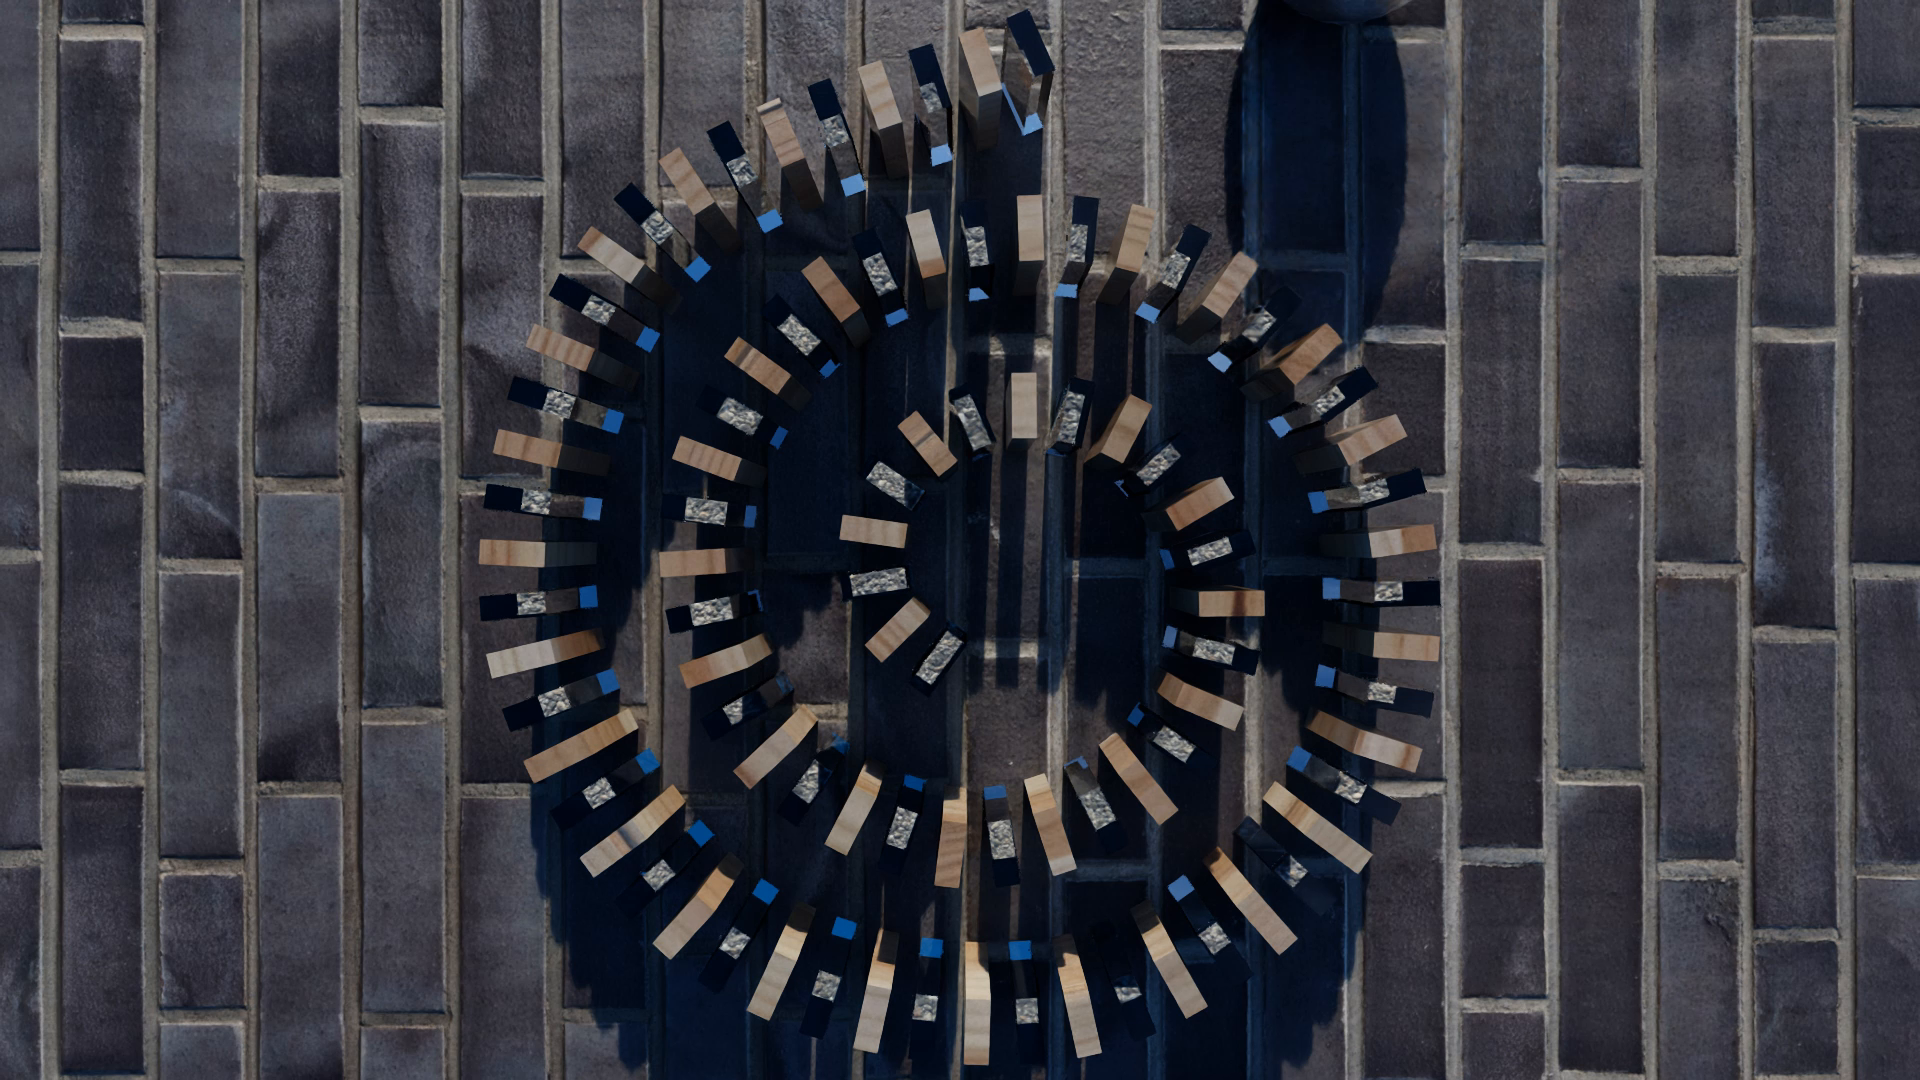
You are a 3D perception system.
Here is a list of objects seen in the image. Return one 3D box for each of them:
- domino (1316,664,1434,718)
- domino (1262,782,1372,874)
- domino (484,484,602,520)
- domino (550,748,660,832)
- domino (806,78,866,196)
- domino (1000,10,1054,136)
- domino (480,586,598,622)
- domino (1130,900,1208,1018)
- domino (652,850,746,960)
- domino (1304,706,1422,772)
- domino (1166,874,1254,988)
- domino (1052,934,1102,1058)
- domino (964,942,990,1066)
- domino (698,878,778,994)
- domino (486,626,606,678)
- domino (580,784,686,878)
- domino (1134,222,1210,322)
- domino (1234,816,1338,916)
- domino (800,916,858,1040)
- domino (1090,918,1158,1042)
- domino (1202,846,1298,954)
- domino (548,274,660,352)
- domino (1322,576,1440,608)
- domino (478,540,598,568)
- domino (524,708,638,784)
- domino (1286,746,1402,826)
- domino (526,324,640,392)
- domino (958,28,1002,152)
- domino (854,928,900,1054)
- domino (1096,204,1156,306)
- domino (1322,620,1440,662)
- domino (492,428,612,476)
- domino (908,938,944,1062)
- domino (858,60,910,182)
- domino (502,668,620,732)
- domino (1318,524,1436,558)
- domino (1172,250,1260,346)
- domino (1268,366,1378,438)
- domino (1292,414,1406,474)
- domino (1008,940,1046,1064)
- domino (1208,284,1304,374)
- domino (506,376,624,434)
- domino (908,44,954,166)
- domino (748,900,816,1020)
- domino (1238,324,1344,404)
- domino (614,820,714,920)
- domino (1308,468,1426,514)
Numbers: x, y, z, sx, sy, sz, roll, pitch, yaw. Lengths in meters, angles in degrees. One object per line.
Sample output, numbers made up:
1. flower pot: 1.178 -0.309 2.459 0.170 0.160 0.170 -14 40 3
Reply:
1. domino: 0.168 0.061 0.375 0.025 0.050 0.010 10 90 0
2. domino: 0.145 0.116 0.375 0.025 0.050 0.009 37 90 0
3. domino: -0.169 -0.015 0.375 0.025 0.050 0.010 8 90 0
4. domino: -0.144 0.101 0.375 0.025 0.050 0.010 -31 90 0
5. domino: -0.050 -0.163 0.375 0.010 0.050 0.025 -21 90 0
6. domino: 0.027 -0.190 0.375 0.010 0.050 0.025 -24 90 0
7. domino: -0.171 0.025 0.375 0.025 0.050 0.009 -4 90 0
8. domino: 0.084 0.170 0.375 0.010 0.050 0.025 -30 90 0
9. domino: -0.106 0.148 0.375 0.010 0.050 0.025 42 90 0
10. domino: 0.163 0.081 0.375 0.025 0.050 0.010 17 90 0
11. domino: 0.101 0.159 0.375 0.010 0.050 0.025 -36 90 0
12. domino: 0.047 0.185 0.375 0.010 0.050 0.025 -12 90 0
13. domino: 0.007 0.188 0.375 0.010 0.050 0.025 2 90 0
14. domino: -0.090 0.161 0.375 0.009 0.050 0.025 34 90 0
15. domino: -0.168 0.045 0.375 0.025 0.050 0.009 -13 90 0
16. domino: -0.133 0.118 0.375 0.025 0.050 0.009 -36 90 0
17. domino: 0.086 -0.108 0.375 0.009 0.050 0.025 27 90 0
18. domino: 0.132 0.132 0.375 0.025 0.050 0.009 43 90 0
19. domino: -0.053 0.178 0.375 0.009 0.050 0.025 18 90 0
20. domino: 0.066 0.179 0.375 0.010 0.050 0.025 -22 90 0
21. domino: 0.117 0.146 0.375 0.009 0.050 0.025 -41 90 0
22. domino: -0.144 -0.092 0.375 0.025 0.050 0.010 28 90 0
23. domino: 0.171 0.021 0.375 0.025 0.050 0.010 -2 90 0
24. domino: -0.171 0.005 0.375 0.025 0.050 0.010 3 90 0
25. domino: -0.154 0.083 0.375 0.025 0.050 0.010 -26 90 0
26. domino: 0.156 0.099 0.375 0.025 0.050 0.009 28 90 0
27. domino: -0.153 -0.073 0.375 0.025 0.050 0.010 23 90 0
28. domino: 0.008 -0.183 0.375 0.010 0.050 0.025 -18 90 0
29. domino: -0.034 0.183 0.375 0.009 0.050 0.025 12 90 0
30. domino: 0.067 -0.115 0.375 0.010 0.050 0.025 15 90 0
31. domino: 0.171 0.041 0.375 0.025 0.050 0.010 4 90 0
32. domino: -0.165 -0.035 0.375 0.025 0.050 0.009 13 90 0
33. domino: -0.014 0.186 0.375 0.009 0.050 0.025 7 90 0
34. domino: -0.031 -0.170 0.375 0.009 0.050 0.025 -19 90 0
35. domino: -0.162 0.065 0.375 0.025 0.050 0.009 -21 90 0
36. domino: 0.169 0.000 0.375 0.025 0.050 0.010 -8 90 0
37. domino: 0.103 -0.098 0.375 0.009 0.050 0.025 35 90 0
38. domino: 0.147 -0.055 0.375 0.025 0.050 0.009 -36 90 0
39. domino: 0.158 -0.038 0.375 0.025 0.050 0.009 -27 90 0
40. domino: 0.027 0.188 0.375 0.010 0.050 0.025 -4 90 0
41. domino: 0.119 -0.085 0.375 0.010 0.050 0.025 41 90 0
42. domino: -0.160 -0.054 0.375 0.025 0.050 0.009 18 90 0
43. domino: -0.011 -0.176 0.375 0.009 0.050 0.025 -18 90 0
44. domino: -0.072 0.170 0.375 0.009 0.050 0.025 25 90 0
45. domino: 0.134 -0.071 0.375 0.025 0.050 0.010 -43 90 0
46. domino: -0.120 0.134 0.375 0.025 0.050 0.009 -42 90 0
47. domino: 0.165 -0.019 0.375 0.025 0.050 0.010 -16 90 0
